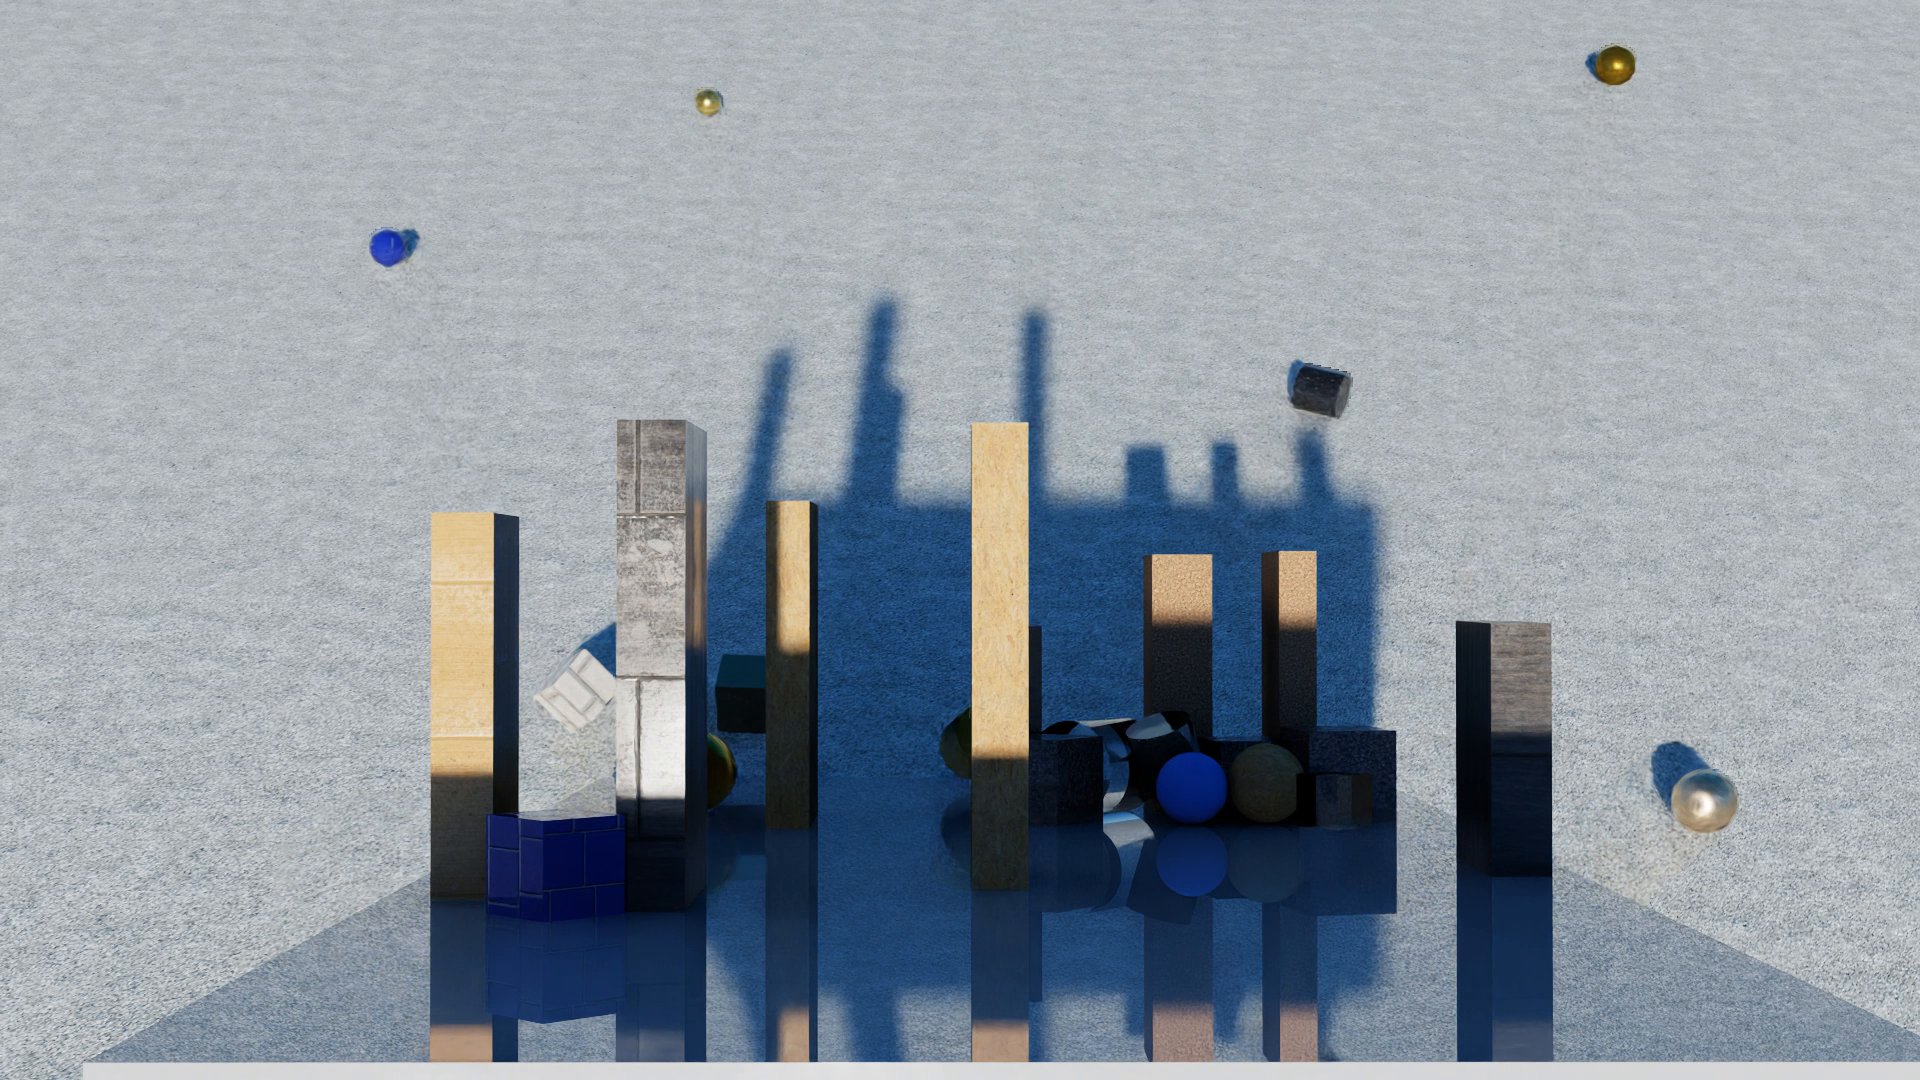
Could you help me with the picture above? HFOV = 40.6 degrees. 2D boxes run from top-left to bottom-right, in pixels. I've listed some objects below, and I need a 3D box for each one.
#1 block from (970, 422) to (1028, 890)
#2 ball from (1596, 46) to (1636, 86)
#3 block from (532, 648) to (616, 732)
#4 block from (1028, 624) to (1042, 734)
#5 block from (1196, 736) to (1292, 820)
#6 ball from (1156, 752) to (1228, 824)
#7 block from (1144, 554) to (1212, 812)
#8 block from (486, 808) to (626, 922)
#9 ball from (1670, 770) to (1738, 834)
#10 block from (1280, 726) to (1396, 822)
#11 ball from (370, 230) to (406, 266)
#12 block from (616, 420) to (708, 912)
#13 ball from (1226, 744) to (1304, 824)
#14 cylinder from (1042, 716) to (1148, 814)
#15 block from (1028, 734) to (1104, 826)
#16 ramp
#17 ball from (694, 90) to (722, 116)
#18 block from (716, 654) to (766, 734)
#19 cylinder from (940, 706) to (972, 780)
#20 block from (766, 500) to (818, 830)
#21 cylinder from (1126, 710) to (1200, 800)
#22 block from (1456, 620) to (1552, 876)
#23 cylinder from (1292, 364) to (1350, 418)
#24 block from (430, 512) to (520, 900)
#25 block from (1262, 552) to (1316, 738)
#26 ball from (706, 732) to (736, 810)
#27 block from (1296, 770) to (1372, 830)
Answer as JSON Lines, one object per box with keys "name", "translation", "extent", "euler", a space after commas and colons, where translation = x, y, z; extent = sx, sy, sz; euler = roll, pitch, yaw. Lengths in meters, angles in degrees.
{"name": "block", "translation": [0.066, 0.194, 4.445], "extent": [0.094, 0.772, 0.304], "euler": [0, -1, 0]}
{"name": "ball", "translation": [2.730, -1.974, 10.795], "extent": [0.163, 0.163, 0.163], "euler": [0, 33, 0]}
{"name": "block", "translation": [-1.034, 0.408, 7.009], "extent": [0.142, 0.142, 0.142], "euler": [-27, 21, 53]}
{"name": "block", "translation": [0.138, 0.397, 5.823], "extent": [0.082, 0.410, 0.279], "euler": [0, -1, 0]}
{"name": "block", "translation": [0.613, 0.515, 5.629], "extent": [0.168, 0.168, 0.168], "euler": [0, -1, -11]}
{"name": "ball", "translation": [0.487, 0.520, 5.443], "extent": [0.151, 0.151, 0.151], "euler": [0, 33, 0]}
{"name": "block", "translation": [0.489, 0.318, 5.841], "extent": [0.132, 0.568, 0.269], "euler": [0, -1, 0]}
{"name": "block", "translation": [-0.621, 0.497, 3.977], "extent": [0.151, 0.151, 0.151], "euler": [1, -1, -44]}
{"name": "ball", "translation": [1.910, 0.671, 6.656], "extent": [0.165, 0.165, 0.165], "euler": [0, 33, 0]}
{"name": "block", "translation": [0.810, 0.501, 5.562], "extent": [0.194, 0.194, 0.194], "euler": [0, -1, -11]}
{"name": "ball", "translation": [-2.071, -1.057, 9.389], "extent": [0.133, 0.133, 0.133], "euler": [0, 33, 0]}
{"name": "block", "translation": [-0.477, 0.196, 4.170], "extent": [0.106, 0.759, 0.344], "euler": [0, -1, 0]}
{"name": "ball", "translation": [0.645, 0.512, 5.464], "extent": [0.168, 0.168, 0.168], "euler": [0, 33, 0]}
{"name": "cylinder", "translation": [0.296, 0.495, 5.665], "extent": [0.210, 0.210, 0.210], "euler": [24, 13, 33]}
{"name": "block", "translation": [0.181, 0.508, 5.508], "extent": [0.179, 0.179, 0.179], "euler": [-1, -1, 35]}
{"name": "ramp", "translation": [0.072, 0.635, 4.740], "extent": [2.000, 0.100, 4.000], "euler": [0, -1, 0]}
{"name": "ball", "translation": [-1.025, -1.779, 10.543], "extent": [0.107, 0.107, 0.107], "euler": [0, 33, 0]}
{"name": "block", "translation": [-0.578, 0.419, 7.064], "extent": [0.152, 0.152, 0.152], "euler": [2, 33, 3]}
{"name": "cylinder", "translation": [0.050, 0.496, 6.400], "extent": [0.163, 0.163, 0.163], "euler": [4, 73, -14]}
{"name": "block", "translation": [-0.355, 0.259, 5.499], "extent": [0.090, 0.676, 0.324], "euler": [0, -1, 0]}
{"name": "cylinder", "translation": [0.445, 0.462, 5.575], "extent": [0.143, 0.143, 0.143], "euler": [-16, 15, 4]}
{"name": "block", "translation": [0.968, 0.364, 4.625], "extent": [0.105, 0.436, 0.316], "euler": [0, -1, 0]}
{"name": "cylinder", "translation": [1.182, -0.485, 8.481], "extent": [0.147, 0.147, 0.147], "euler": [15, 36, 22]}
{"name": "block", "translation": [-0.798, 0.268, 4.276], "extent": [0.100, 0.619, 0.243], "euler": [0, -1, 0]}
{"name": "block", "translation": [0.737, 0.314, 5.822], "extent": [0.082, 0.575, 0.329], "euler": [0, -1, 0]}
{"name": "ball", "translation": [-0.584, 0.512, 5.739], "extent": [0.179, 0.179, 0.179], "euler": [0, 33, 0]}
{"name": "block", "translation": [0.776, 0.540, 5.379], "extent": [0.110, 0.110, 0.110], "euler": [1, -1, -41]}
